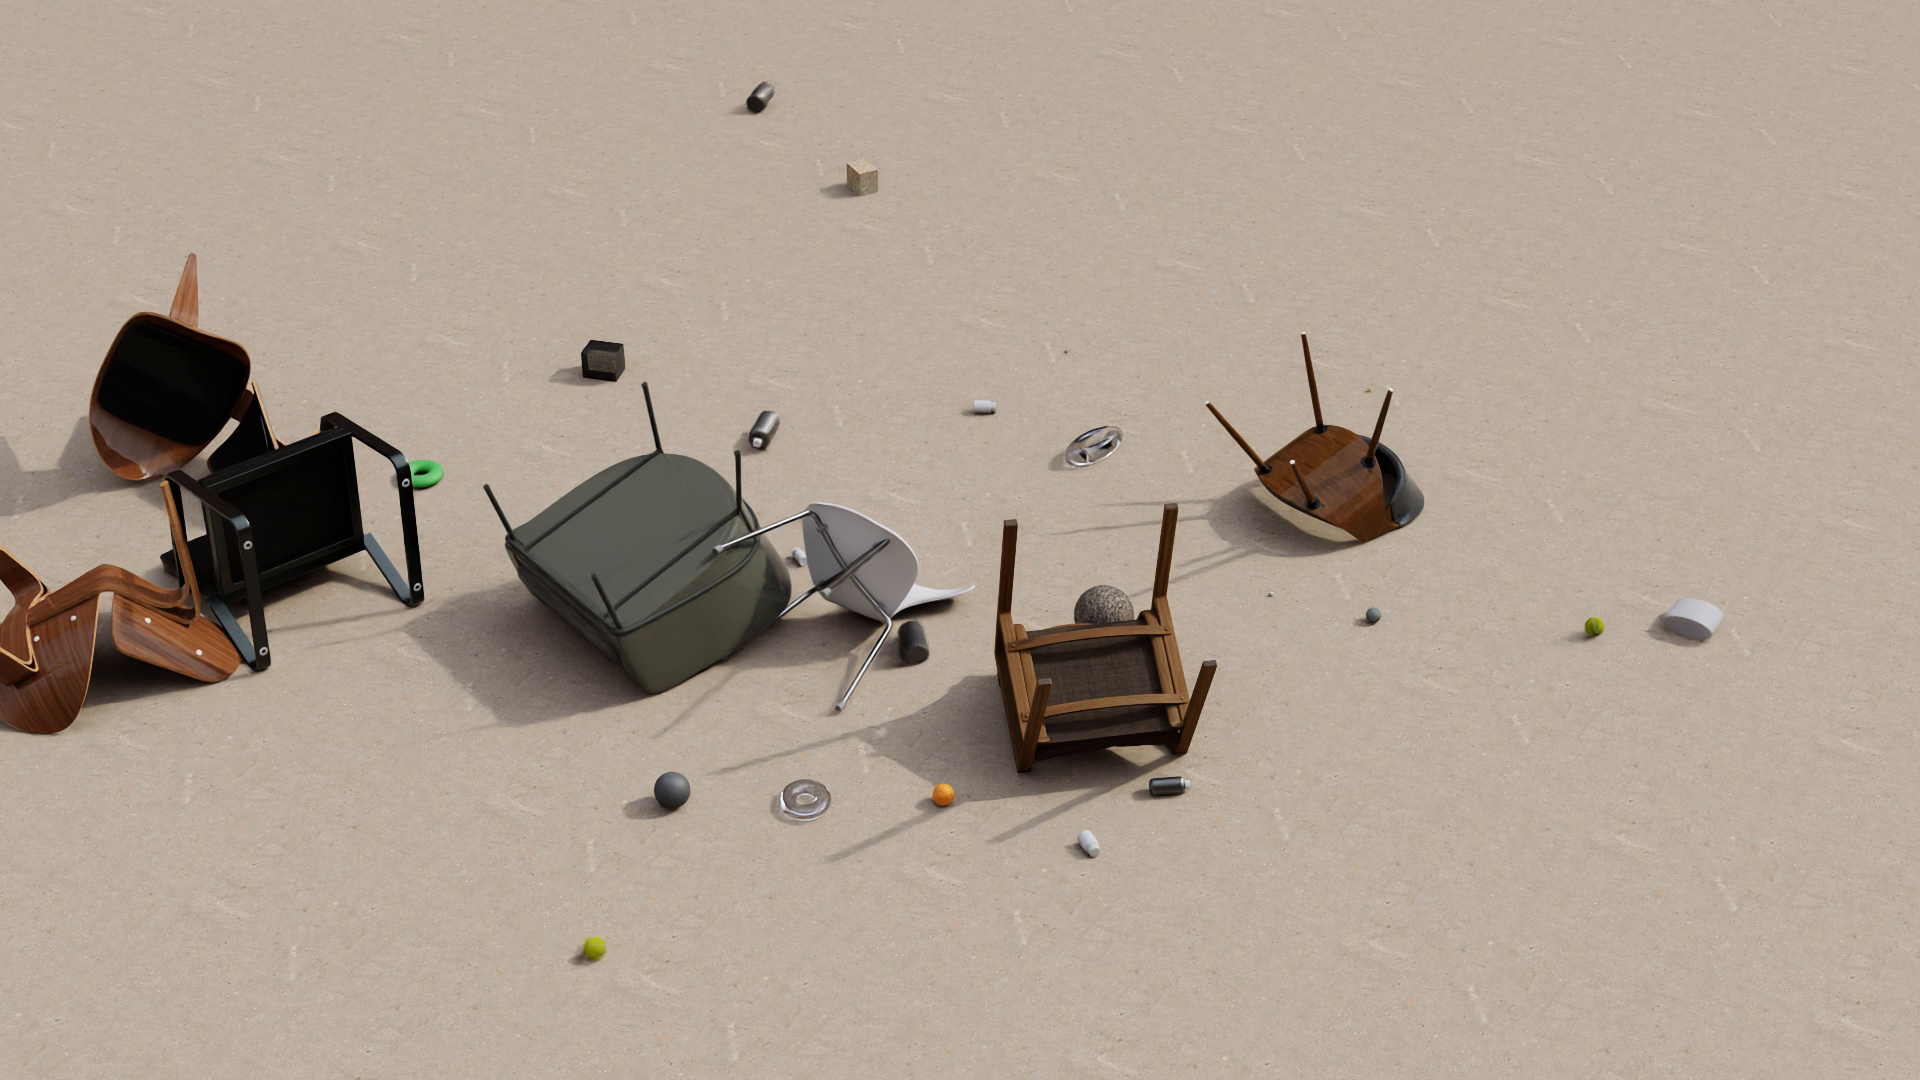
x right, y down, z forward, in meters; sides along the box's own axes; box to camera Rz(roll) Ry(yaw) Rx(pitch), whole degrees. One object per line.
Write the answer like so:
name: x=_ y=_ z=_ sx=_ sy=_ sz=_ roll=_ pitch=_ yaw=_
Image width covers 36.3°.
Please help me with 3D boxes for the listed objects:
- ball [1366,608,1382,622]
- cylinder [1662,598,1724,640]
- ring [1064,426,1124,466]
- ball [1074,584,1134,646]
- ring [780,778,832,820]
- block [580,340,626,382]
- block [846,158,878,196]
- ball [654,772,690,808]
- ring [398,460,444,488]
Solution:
ball: x=1.479 y=0.268 z=10.488 sx=0.055 sy=0.055 sz=0.055 roll=0 pitch=33 yaw=0
cylinder: x=2.613 y=0.281 z=10.445 sx=0.183 sy=0.081 sz=0.131 roll=17 pitch=36 yaw=27
ring: x=0.523 y=-0.368 z=11.437 sx=0.139 sy=0.074 sz=0.308 roll=27 pitch=41 yaw=37
ball: x=0.508 y=0.265 z=10.348 sx=0.214 sy=0.214 sz=0.214 roll=0 pitch=33 yaw=0
ring: x=-0.507 y=0.851 z=9.618 sx=0.173 sy=0.039 sz=0.206 roll=0 pitch=33 yaw=-1
block: x=-1.453 y=-0.730 z=11.947 sx=0.143 sy=0.117 sz=0.111 roll=8 pitch=34 yaw=12
block: x=-0.444 y=-1.651 z=13.348 sx=0.092 sy=0.113 sz=0.130 roll=-17 pitch=37 yaw=-24
ball: x=-0.942 y=0.818 z=9.594 sx=0.120 sy=0.120 sz=0.120 roll=0 pitch=33 yaw=0
ring: x=-2.077 y=-0.254 z=11.291 sx=0.176 sy=0.044 sz=0.177 roll=-16 pitch=36 yaw=-21
